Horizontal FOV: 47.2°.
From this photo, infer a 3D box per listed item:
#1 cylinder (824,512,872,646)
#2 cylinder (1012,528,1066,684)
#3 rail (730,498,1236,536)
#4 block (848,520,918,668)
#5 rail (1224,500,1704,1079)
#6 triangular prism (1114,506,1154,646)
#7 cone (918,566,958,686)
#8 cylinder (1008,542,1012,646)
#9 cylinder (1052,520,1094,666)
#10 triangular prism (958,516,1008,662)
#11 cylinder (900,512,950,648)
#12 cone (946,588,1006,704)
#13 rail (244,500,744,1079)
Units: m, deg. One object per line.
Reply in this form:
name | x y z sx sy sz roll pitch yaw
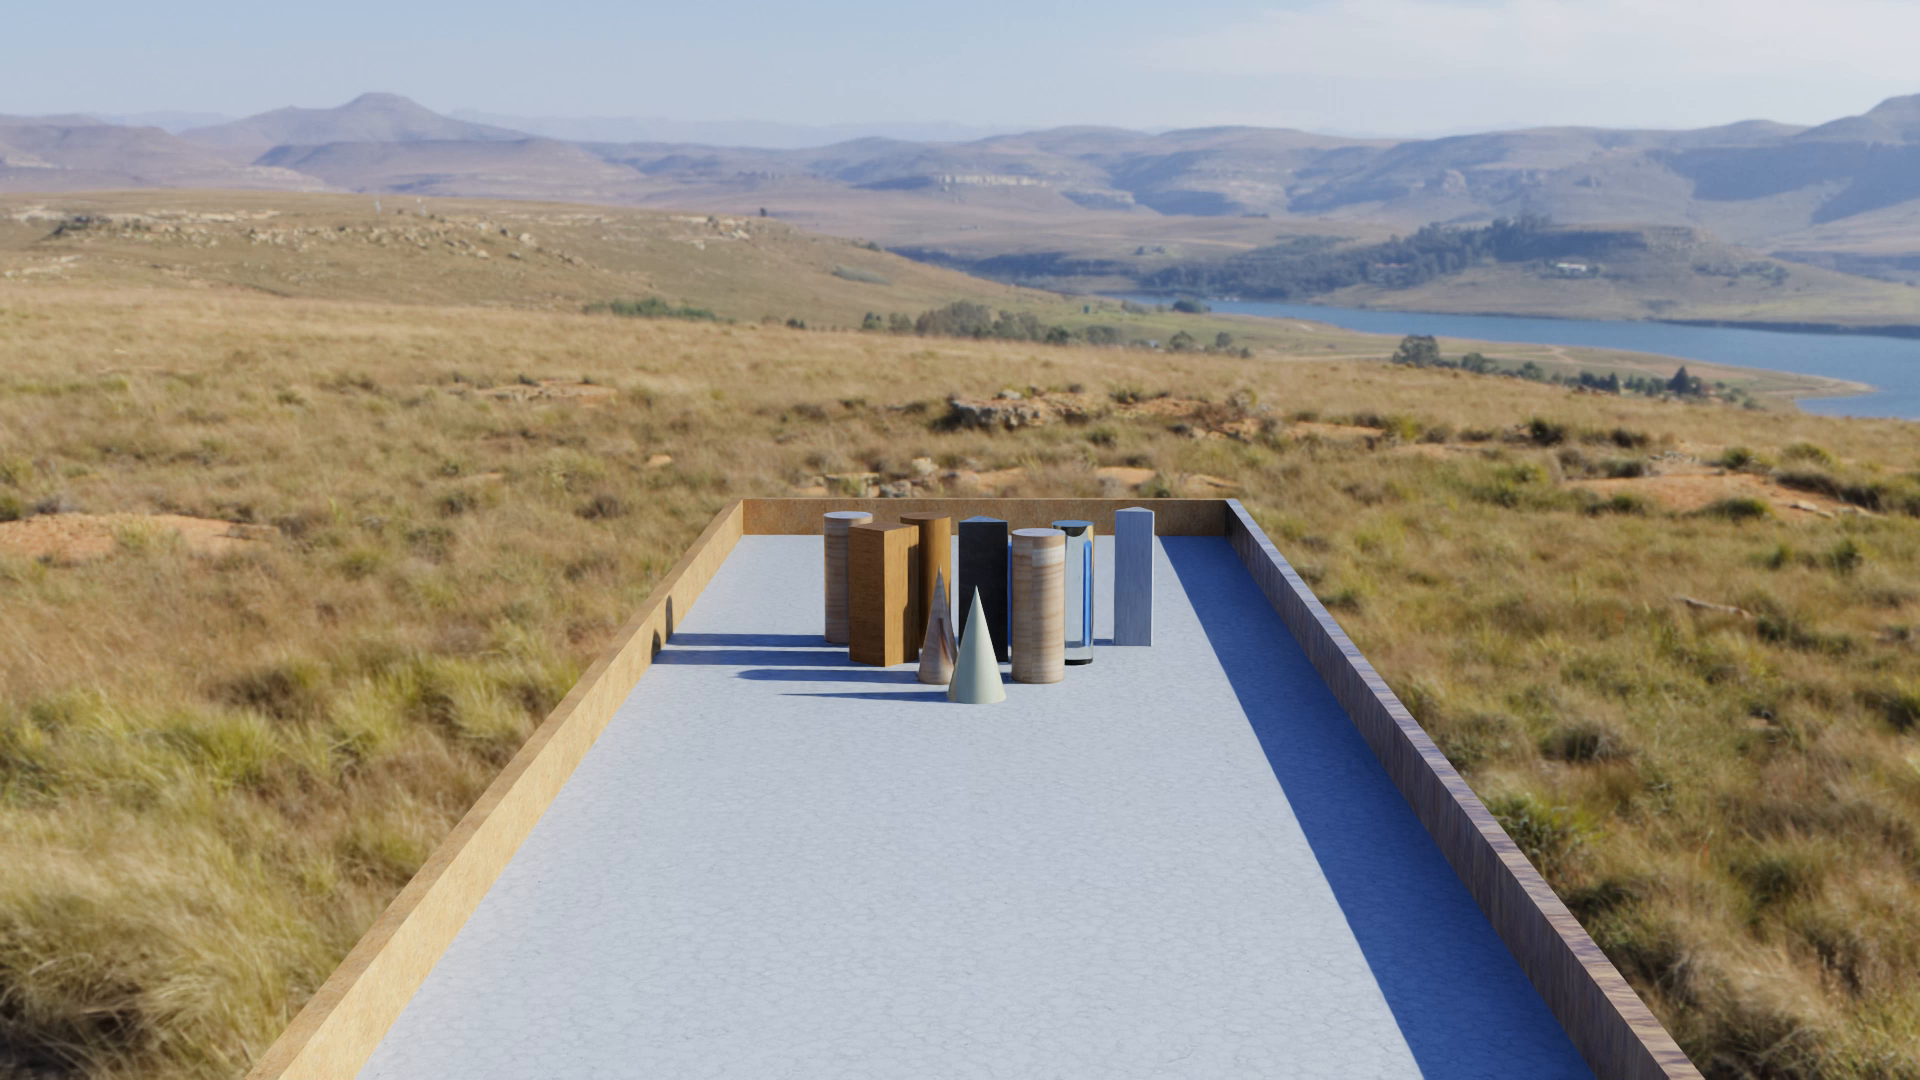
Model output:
cylinder | -0.353 0.120 6.967 0.156 0.403 0.156 0 9 0
cylinder | 0.228 0.192 6.413 0.157 0.434 0.157 0 9 0
rail | 0.099 -0.098 9.147 2.100 0.150 0.050 0 9 1
block | -0.231 0.162 6.670 0.149 0.413 0.149 8 12 41
rail | 1.046 0.843 3.208 0.050 0.150 12.000 0 9 1
triangular prism | 0.551 0.113 6.929 0.120 0.427 0.104 1 9 9
cone | -0.059 0.237 6.400 0.136 0.348 0.136 0 9 0
cylinder | 0.216 0.169 6.935 0.140 0.316 0.140 0 9 0
cylinder | 0.340 0.159 6.654 0.130 0.423 0.130 0 9 0
triangular prism | 0.065 0.148 6.701 0.149 0.430 0.129 -1 9 -6
cylinder | -0.108 0.126 6.910 0.160 0.409 0.160 0 9 0
cone | 0.046 0.285 6.182 0.170 0.322 0.170 0 9 0
rail | -1.004 0.839 3.234 0.050 0.150 12.000 0 9 1
